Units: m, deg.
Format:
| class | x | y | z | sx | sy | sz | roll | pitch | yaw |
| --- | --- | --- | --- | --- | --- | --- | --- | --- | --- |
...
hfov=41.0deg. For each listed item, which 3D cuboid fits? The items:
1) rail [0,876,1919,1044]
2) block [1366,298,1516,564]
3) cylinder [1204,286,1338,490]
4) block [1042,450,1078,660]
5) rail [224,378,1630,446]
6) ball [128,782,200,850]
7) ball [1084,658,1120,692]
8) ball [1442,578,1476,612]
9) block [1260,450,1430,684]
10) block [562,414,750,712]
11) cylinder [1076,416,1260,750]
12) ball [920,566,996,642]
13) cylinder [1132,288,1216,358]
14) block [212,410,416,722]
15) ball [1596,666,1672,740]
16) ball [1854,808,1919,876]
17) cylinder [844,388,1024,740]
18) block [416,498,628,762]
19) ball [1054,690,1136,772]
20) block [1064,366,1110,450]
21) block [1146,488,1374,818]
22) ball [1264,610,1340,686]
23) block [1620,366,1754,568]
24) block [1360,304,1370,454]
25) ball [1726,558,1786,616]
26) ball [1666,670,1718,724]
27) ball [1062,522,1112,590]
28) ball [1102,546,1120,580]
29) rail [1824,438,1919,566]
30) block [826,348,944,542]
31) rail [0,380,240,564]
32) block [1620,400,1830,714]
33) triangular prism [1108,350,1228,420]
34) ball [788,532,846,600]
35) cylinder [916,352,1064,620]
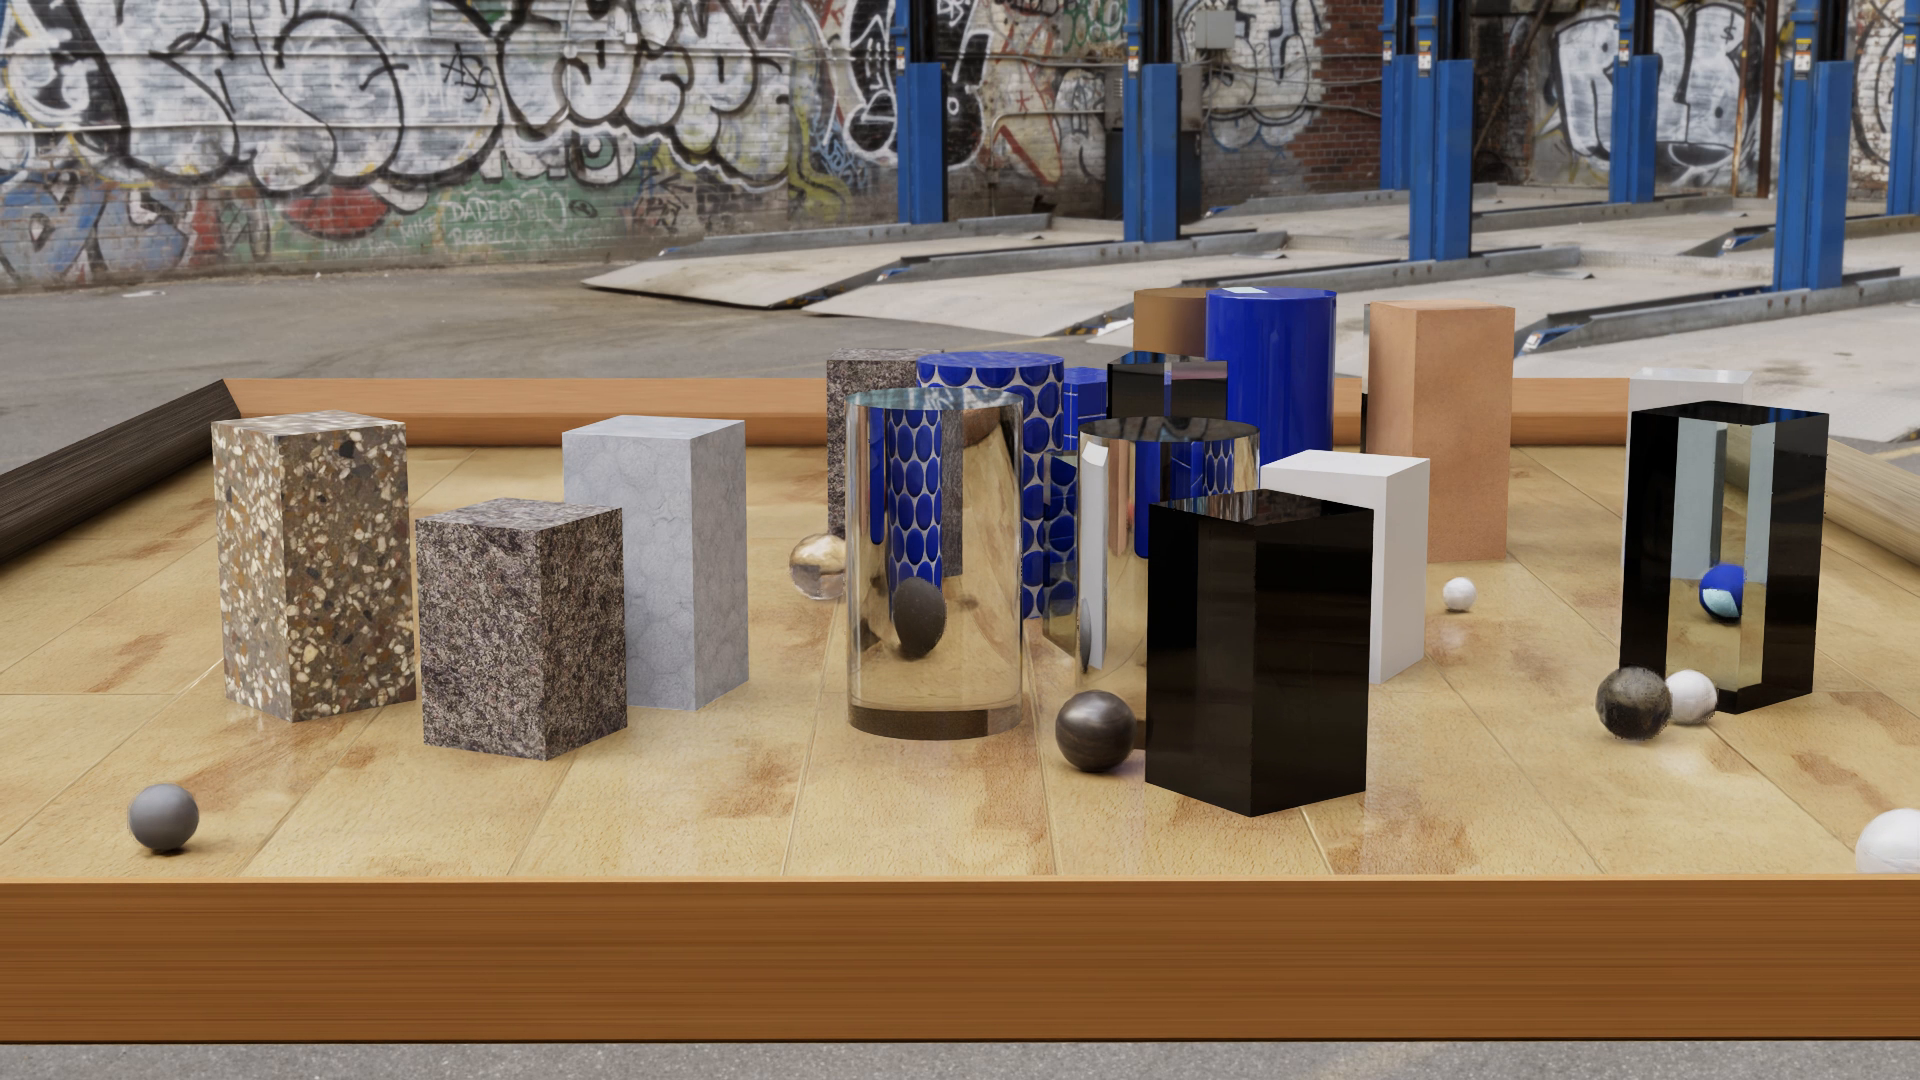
| class | x | y | z | sx | sy | sz | roll | pitch | yaw |
| --- | --- | --- | --- | --- | --- | --- | --- | --- | --- |
| rail | 0.009 | 0.311 | 1.947 | 2.833 | 0.129 | 0.045 | 0 | 10 | 0 |
| block | 0.718 | -0.167 | 3.857 | 0.159 | 0.375 | 0.159 | -3 | 11 | -16 |
| cylinder | 0.473 | -0.186 | 3.933 | 0.198 | 0.386 | 0.198 | 0 | 10 | 0 |
| block | 0.204 | 0.015 | 3.243 | 0.159 | 0.241 | 0.159 | -3 | 11 | -15 |
| rail | -0.009 | -0.245 | 4.950 | 2.833 | 0.129 | 0.045 | 0 | 10 | 0 |
| ball | -0.748 | 0.260 | 2.410 | 0.063 | 0.063 | 0.063 | 0 | 10 | 0 |
| ball | 0.167 | 0.160 | 3.007 | 0.043 | 0.043 | 0.043 | 0 | 10 | 0 |
| ball | 0.675 | 0.074 | 3.465 | 0.046 | 0.046 | 0.046 | 0 | 10 | 0 |
| block | 0.470 | 0.029 | 3.142 | 0.159 | 0.251 | 0.159 | 6 | 12 | 28 |
| block | -0.353 | 0.023 | 3.001 | 0.159 | 0.314 | 0.159 | 3 | 11 | 18 |
| cylinder | 0.227 | 0.044 | 2.827 | 0.198 | 0.336 | 0.198 | 0 | 10 | 0 |
| ball | -0.003 | 0.082 | 3.275 | 0.099 | 0.099 | 0.099 | 0 | 10 | 0 |
| cylinder | 0.387 | -0.236 | 4.287 | 0.198 | 0.355 | 0.198 | 0 | 10 | 0 |
| block | -0.744 | 0.025 | 2.959 | 0.159 | 0.325 | 0.159 | -9 | 14 | -42 |
| ball | 0.736 | 0.178 | 2.803 | 0.081 | 0.081 | 0.081 | 0 | 10 | 0 |
| ball | 0.828 | 0.278 | 2.242 | 0.088 | 0.088 | 0.088 | 0 | 10 | 0 |
| cylinder | -0.029 | 0.022 | 2.867 | 0.198 | 0.364 | 0.198 | 0 | 10 | 0 |
| block | -0.477 | 0.093 | 2.802 | 0.159 | 0.248 | 0.159 | 5 | 12 | 25 |
| ball | 0.141 | 0.199 | 2.680 | 0.085 | 0.085 | 0.085 | 0 | 10 | 0 |
| block | 0.178 | -0.111 | 3.842 | 0.159 | 0.272 | 0.159 | -9 | 14 | -40 |
| block | 0.302 | 0.109 | 2.599 | 0.159 | 0.291 | 0.159 | -8 | 13 | -36 |
| ball | 0.406 | 0.128 | 3.051 | 0.089 | 0.089 | 0.089 | 0 | 10 | 0 |
| block | 1.075 | -0.105 | 3.790 | 0.159 | 0.279 | 0.159 | 4 | 11 | 22 |
| block | 0.766 | -0.211 | 4.191 | 0.159 | 0.341 | 0.159 | -4 | 11 | -22 |
| ball | 1.065 | 0.063 | 3.437 | 0.077 | 0.077 | 0.077 | 0 | 10 | 0 |
| ball | 0.815 | 0.176 | 2.870 | 0.061 | 0.061 | 0.061 | 0 | 10 | 0 |
| ball | 0.166 | 0.022 | 3.611 | 0.094 | 0.094 | 0.094 | 0 | 10 | 0 |
| ball | 0.201 | 0.030 | 3.677 | 0.054 | 0.054 | 0.054 | 0 | 10 | 0 |
| rail | 1.393 | 0.032 | 3.457 | 0.045 | 0.129 | 3.101 | 0 | 10 | 0 |
| block | -0.109 | -0.123 | 3.810 | 0.159 | 0.307 | 0.159 | 1 | 11 | 4 |
| rail | -1.393 | 0.035 | 3.441 | 0.045 | 0.129 | 3.101 | 0 | 10 | 0 |
| block | 0.890 | 0.016 | 2.994 | 0.159 | 0.331 | 0.159 | -9 | 14 | -40 |
| triangular prism | 0.270 | -0.098 | 3.628 | 0.172 | 0.324 | 0.149 | -3 | 11 | -13 |
| ball | -0.190 | 0.036 | 3.537 | 0.093 | 0.093 | 0.093 | 0 | 10 | 0 |
| cylinder | 0.041 | -0.076 | 3.472 | 0.198 | 0.338 | 0.198 | 0 | 10 | 0 |
